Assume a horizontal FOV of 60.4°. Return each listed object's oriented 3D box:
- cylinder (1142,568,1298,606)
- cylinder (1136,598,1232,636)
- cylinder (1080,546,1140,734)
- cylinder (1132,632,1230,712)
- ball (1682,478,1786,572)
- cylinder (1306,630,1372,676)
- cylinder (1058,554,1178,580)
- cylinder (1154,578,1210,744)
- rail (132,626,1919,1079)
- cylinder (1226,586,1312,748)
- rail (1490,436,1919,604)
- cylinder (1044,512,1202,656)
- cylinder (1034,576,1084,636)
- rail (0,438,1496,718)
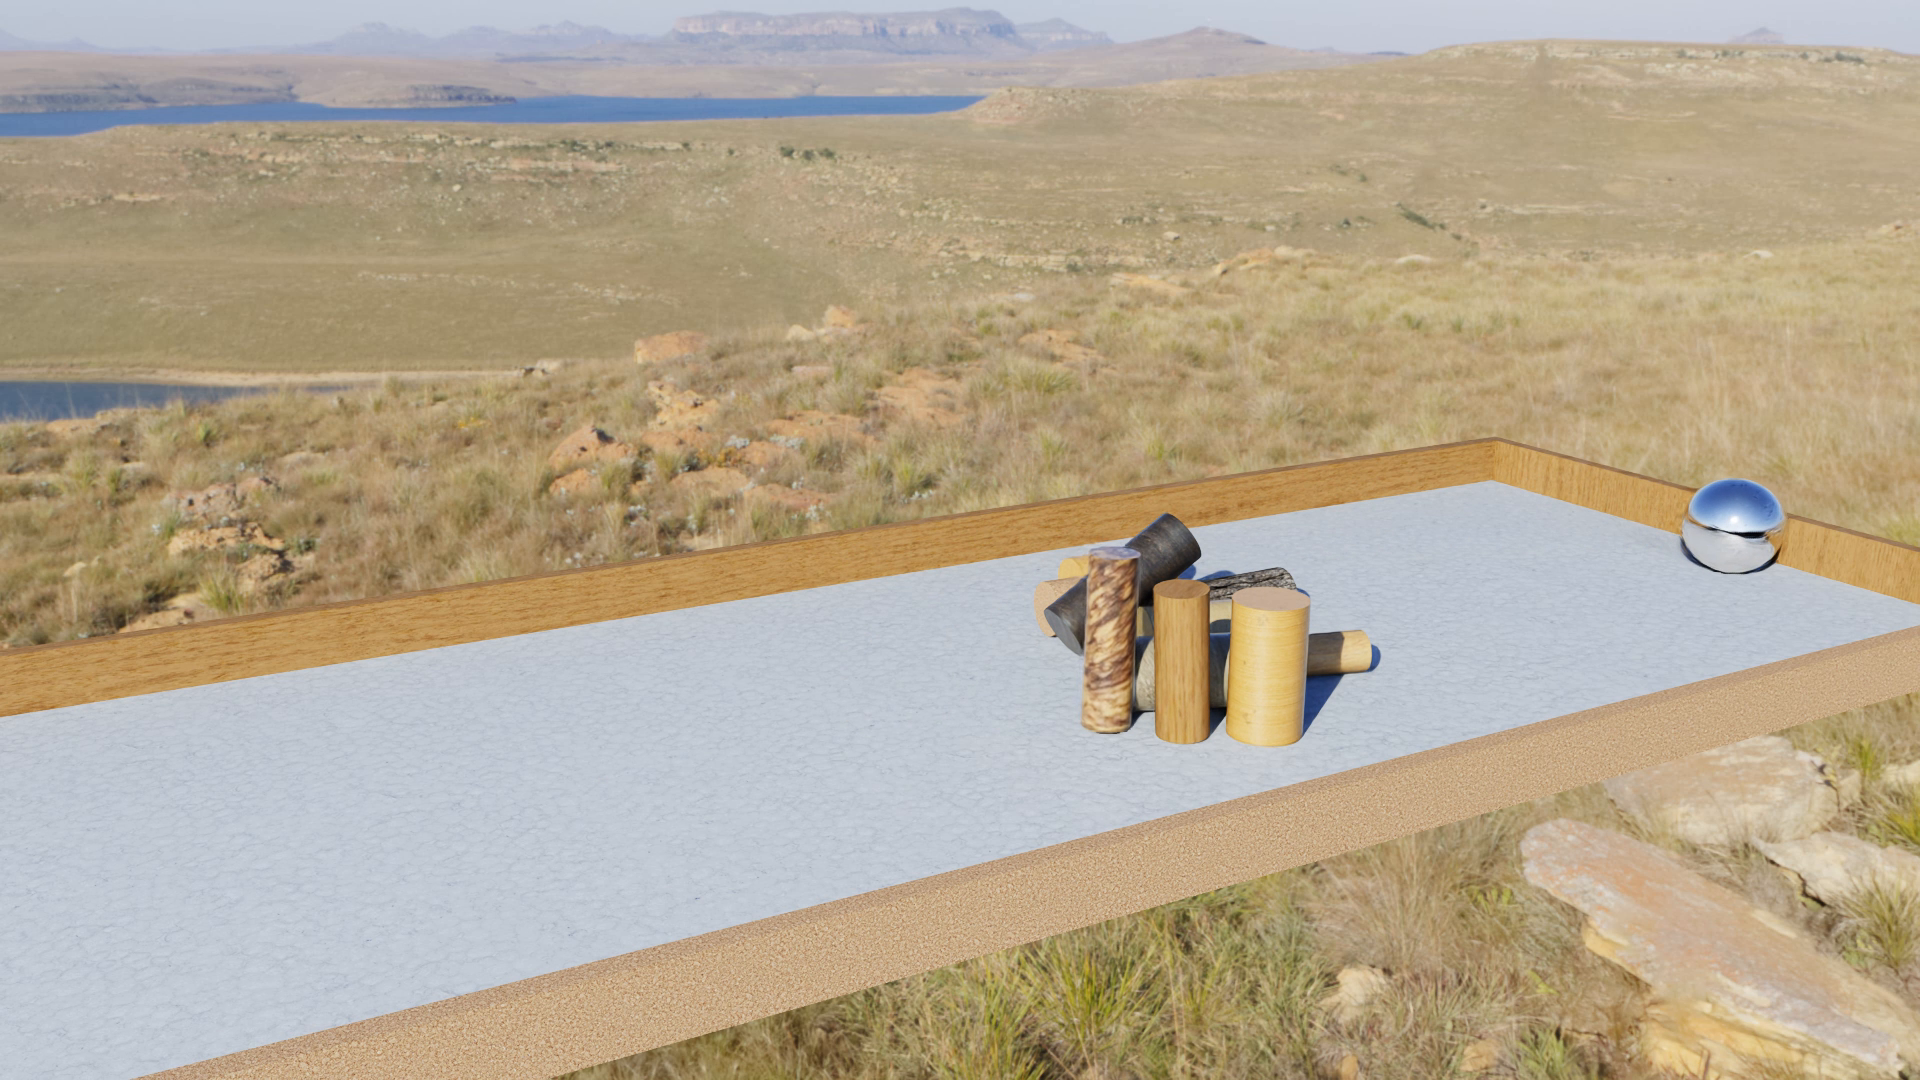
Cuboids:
[{"bbox_3d":[0.706,0.174,4.516,0.443,0.139,0.139,-9,19,-27],"label":"cylinder"},{"bbox_3d":[0.622,0.238,4.270,0.319,0.156,0.156,-4,17,-15],"label":"cylinder"},{"bbox_3d":[0.348,0.231,3.822,0.118,0.415,0.118,2,14,0],"label":"cylinder"},{"bbox_3d":[0.597,0.314,3.969,0.396,0.179,0.179,-2,16,-6],"label":"cylinder"},{"bbox_3d":[2.342,-0.045,4.995,0.289,0.289,0.289,0,16,0],"label":"ball"},{"bbox_3d":[0.823,0.295,4.163,0.414,0.107,0.107,-4,17,-12],"label":"cylinder"},{"bbox_3d":[0.463,0.094,4.796,0.336,0.134,0.134,-9,19,-29],"label":"cylinder"},{"bbox_3d":[0.507,0.277,3.766,0.126,0.355,0.126,-3,19,1],"label":"cylinder"},{"bbox_3d":[-2.336,1.006,1.665,12.000,0.150,0.050,-9,18,-27],"label":"rail"},{"bbox_3d":[0.707,0.290,3.788,0.177,0.327,0.177,0,16,0],"label":"cylinder"},{"bbox_3d":[2.466,-0.048,5.253,0.050,0.150,2.100,-9,18,-27],"label":"rail"},{"bbox_3d":[0.429,0.115,4.347,0.419,0.154,0.154,-38,28,-13],"label":"cylinder"},{"bbox_3d":[0.379,0.168,4.519,0.319,0.150,0.150,-7,18,-23],"label":"cylinder"},{"bbox_3d":[-3.305,0.497,3.399,12.000,0.150,0.050,-9,18,-27],"label":"rail"}]
